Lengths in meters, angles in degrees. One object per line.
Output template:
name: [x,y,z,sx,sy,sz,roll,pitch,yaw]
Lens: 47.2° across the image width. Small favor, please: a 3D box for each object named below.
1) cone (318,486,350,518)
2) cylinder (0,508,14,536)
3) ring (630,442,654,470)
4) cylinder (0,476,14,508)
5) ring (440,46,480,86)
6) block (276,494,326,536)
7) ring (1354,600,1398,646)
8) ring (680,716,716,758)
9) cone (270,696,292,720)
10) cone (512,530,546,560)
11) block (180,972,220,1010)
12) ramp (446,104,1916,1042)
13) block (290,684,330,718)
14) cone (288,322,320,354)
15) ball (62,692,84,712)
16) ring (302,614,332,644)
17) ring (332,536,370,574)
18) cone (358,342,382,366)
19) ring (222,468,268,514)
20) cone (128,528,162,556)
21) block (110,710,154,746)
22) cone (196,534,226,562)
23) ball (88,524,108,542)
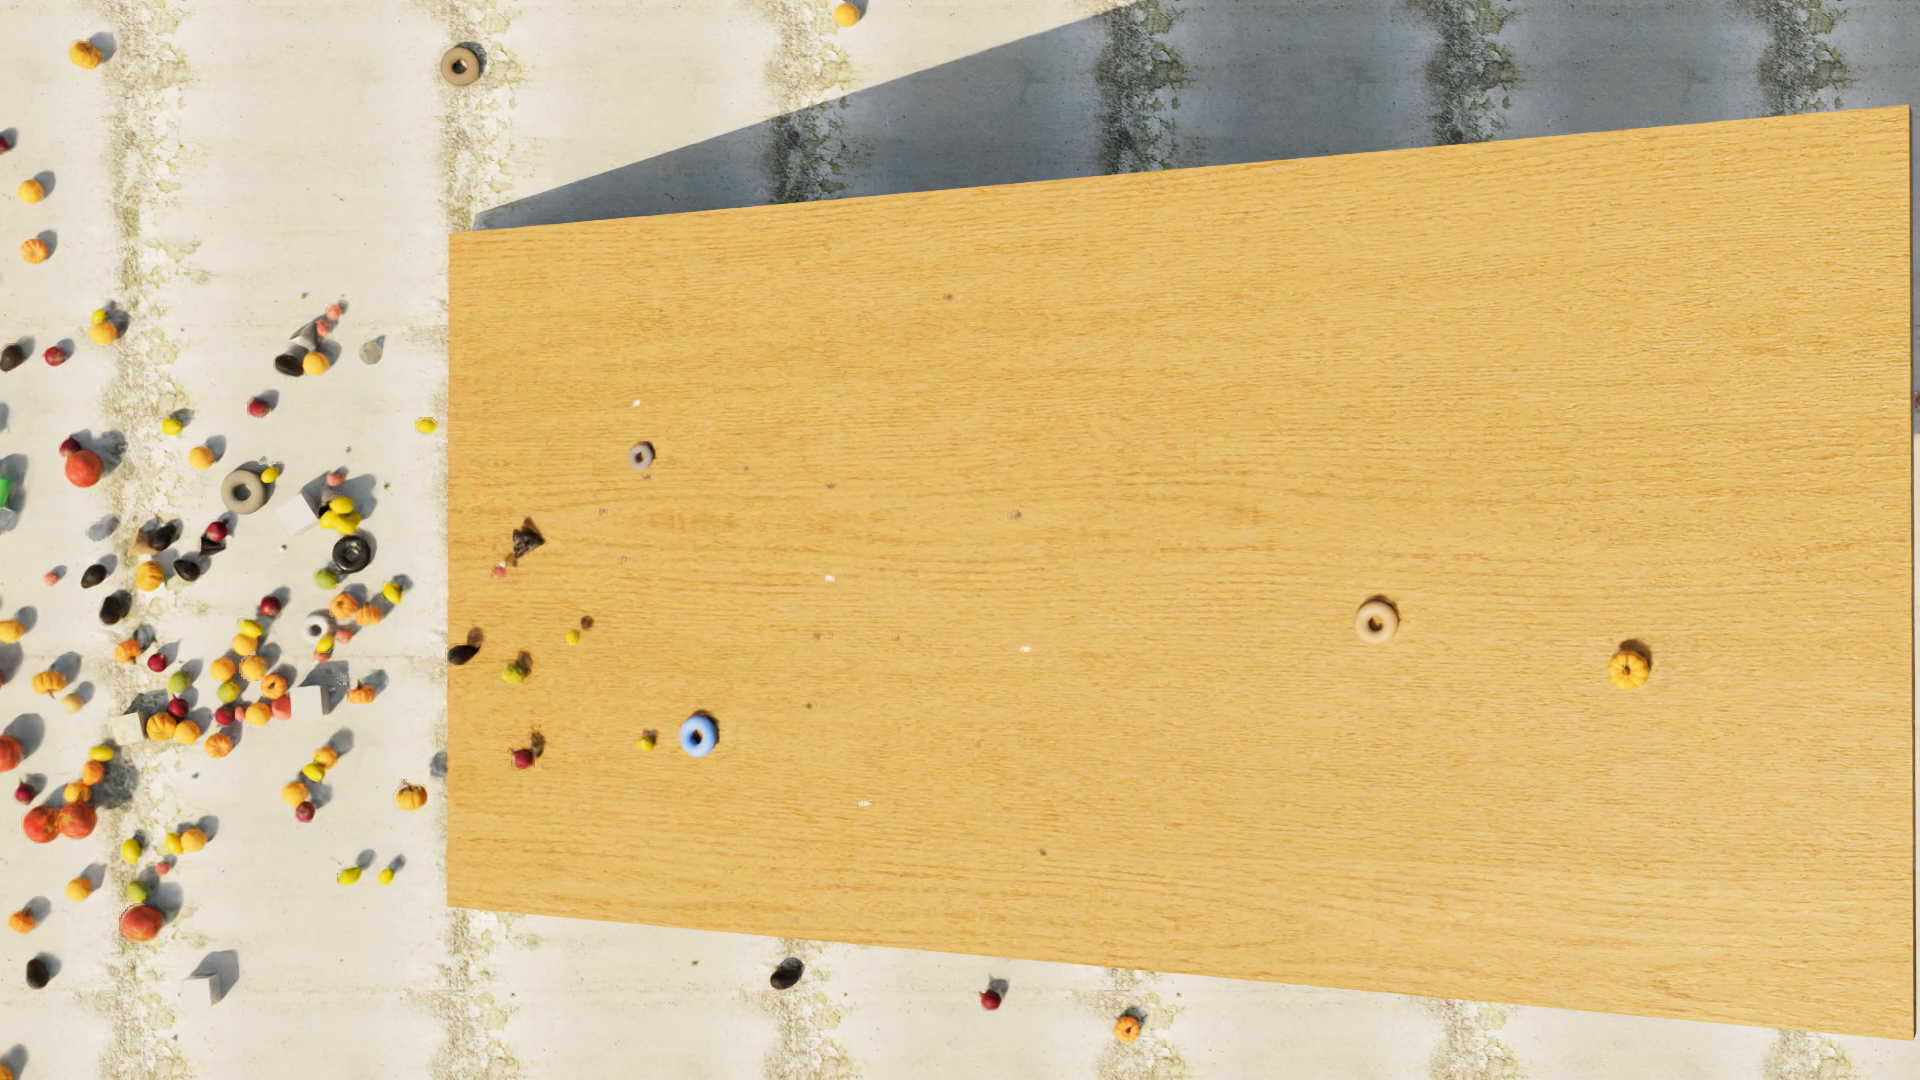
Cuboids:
cone: [-1.895,-0.132,6.603,0.097,0.097,0.097,-31,63,0]
cylinder: [-2.887,-0.061,6.586,0.076,0.076,0.076,20,89,0]
ring: [-0.899,-0.236,6.201,0.078,0.026,0.078,-1,88,28]
cylinder: [-2.892,-0.149,6.582,0.086,0.086,0.086,18,89,0]
ring: [-1.503,-1.425,6.619,0.121,0.040,0.121,0,90,-1]
block: [-1.973,-0.075,6.578,0.092,0.092,0.092,-32,89,0]
ring: [0.988,0.197,5.216,0.106,0.035,0.106,0,90,26]
ring: [-0.726,0.544,6.096,0.116,0.039,0.116,-1,88,28]
cone: [-2.039,0.505,6.580,0.077,0.077,0.077,0,89,0]
cone: [-1.241,0.008,6.366,0.090,0.090,0.090,-5,89,-1]
block: [-2.268,1.348,6.566,0.086,0.086,0.086,-6,89,0]
ramp: [0.278,0.078,5.660,4.000,0.100,2.000,0,89,27]
block: [-1.942,0.481,6.573,0.090,0.090,0.090,-4,89,0]
cone: [-1.951,-0.593,6.609,0.090,0.090,0.090,-33,116,0]
ball: [-2.658,0.487,6.588,0.060,0.060,0.060,0,89,0]
ring: [-1.931,0.267,6.605,0.094,0.031,0.094,0,90,-1]
ring: [-1.827,0.043,6.604,0.116,0.039,0.116,0,90,-1]
cone: [-1.777,-0.563,6.593,0.072,0.072,0.072,0,89,0]
ring: [-2.149,-0.145,6.602,0.139,0.046,0.139,0,91,0]
cone: [-2.439,0.022,6.603,0.089,0.089,0.089,22,89,-26]
block: [-2.475,0.563,6.575,0.084,0.084,0.084,-13,89,0]
cone: [-2.244,0.025,6.605,0.081,0.081,0.081,2,89,-27]
ball: [-2.586,-0.021,6.596,0.056,0.056,0.056,0,89,0]
